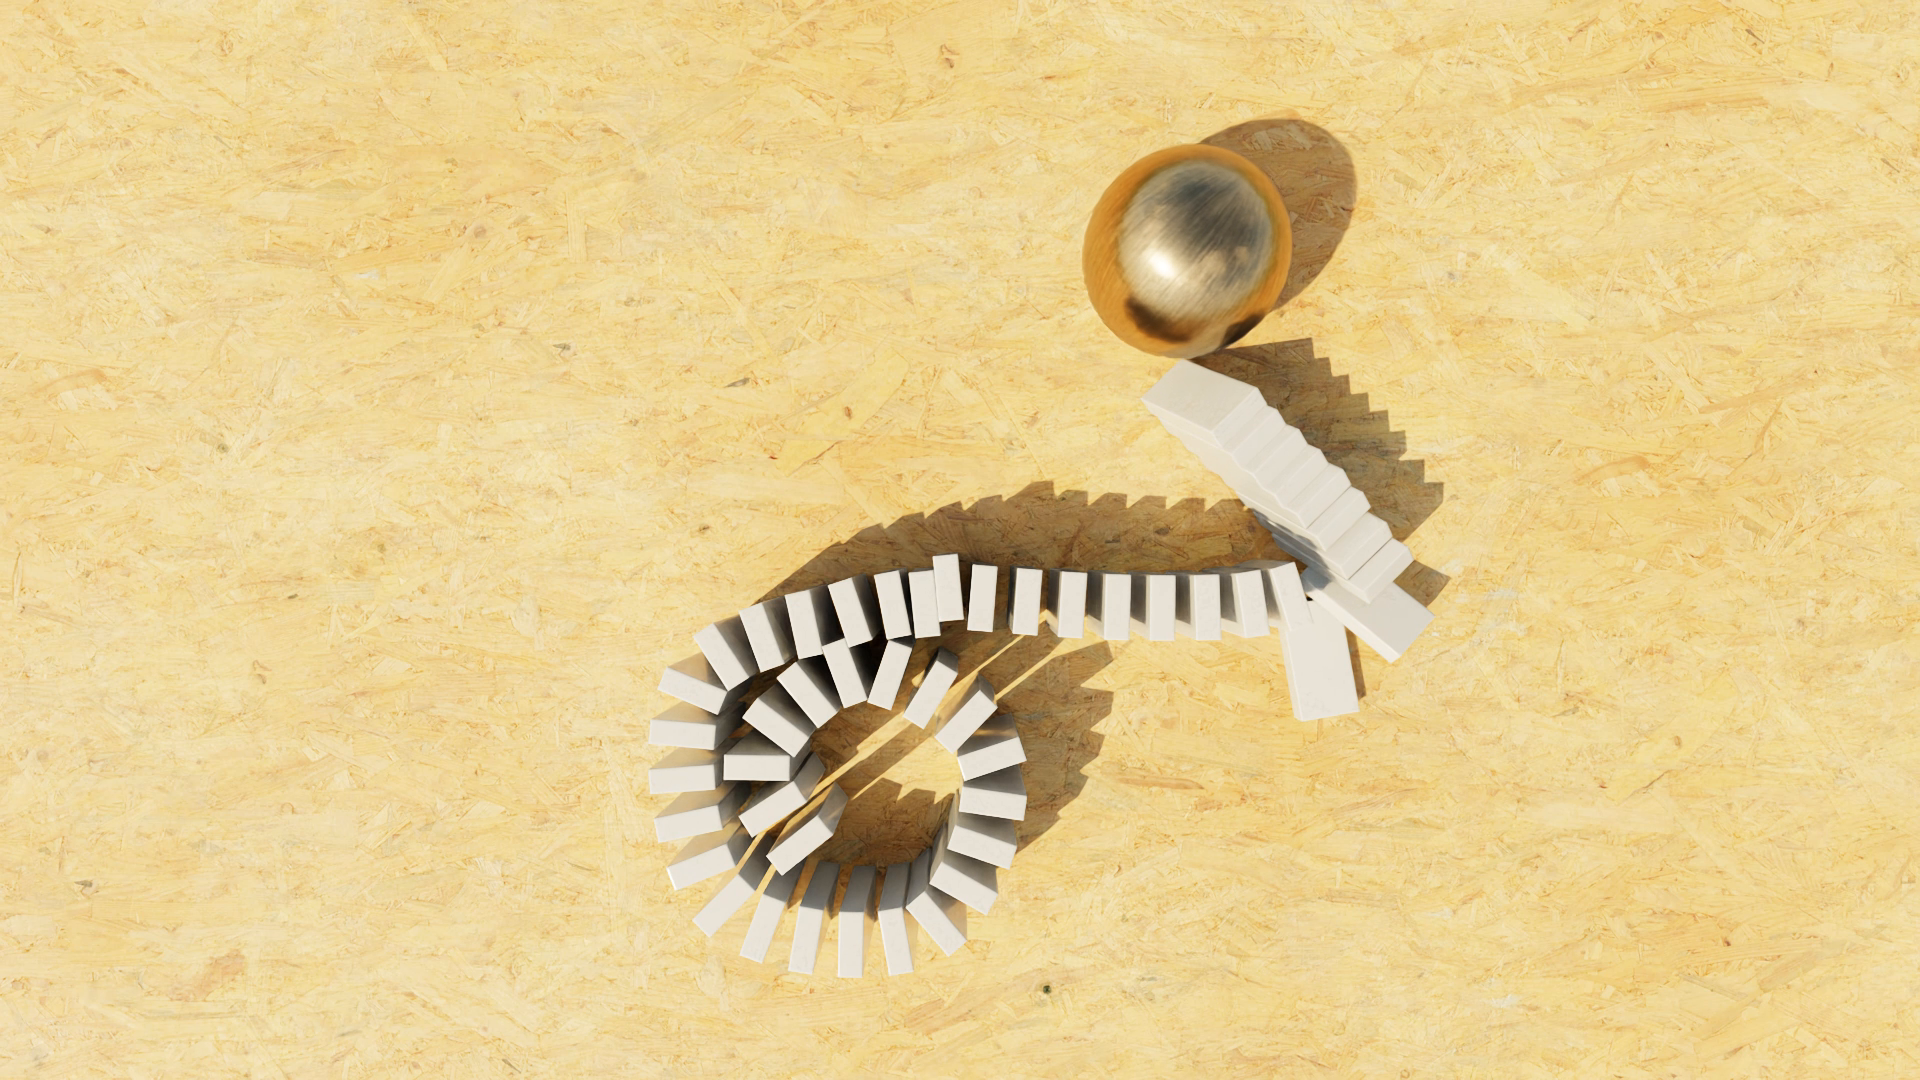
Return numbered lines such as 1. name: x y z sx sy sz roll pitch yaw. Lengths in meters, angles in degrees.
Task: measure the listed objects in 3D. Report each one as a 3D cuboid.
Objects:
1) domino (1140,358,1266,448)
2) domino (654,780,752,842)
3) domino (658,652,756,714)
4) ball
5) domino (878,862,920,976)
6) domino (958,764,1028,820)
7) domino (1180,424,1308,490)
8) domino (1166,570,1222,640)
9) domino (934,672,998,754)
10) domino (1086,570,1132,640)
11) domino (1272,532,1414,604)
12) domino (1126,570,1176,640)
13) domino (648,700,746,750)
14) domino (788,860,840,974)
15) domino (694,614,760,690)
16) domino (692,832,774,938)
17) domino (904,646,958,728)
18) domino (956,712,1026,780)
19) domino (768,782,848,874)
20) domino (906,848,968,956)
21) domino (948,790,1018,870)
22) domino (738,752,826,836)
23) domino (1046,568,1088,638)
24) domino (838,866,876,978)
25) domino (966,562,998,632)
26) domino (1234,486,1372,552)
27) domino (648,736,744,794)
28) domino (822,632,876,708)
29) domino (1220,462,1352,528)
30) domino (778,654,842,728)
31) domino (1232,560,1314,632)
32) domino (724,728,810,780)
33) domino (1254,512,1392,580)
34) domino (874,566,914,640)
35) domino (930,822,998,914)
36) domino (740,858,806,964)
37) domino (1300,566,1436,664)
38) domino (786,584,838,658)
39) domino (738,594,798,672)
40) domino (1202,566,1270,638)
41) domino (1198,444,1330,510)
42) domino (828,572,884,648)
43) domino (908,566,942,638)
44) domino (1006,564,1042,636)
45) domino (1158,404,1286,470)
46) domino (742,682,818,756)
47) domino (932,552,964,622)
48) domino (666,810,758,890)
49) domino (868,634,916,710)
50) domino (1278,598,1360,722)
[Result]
1. domino: 0.099 -0.057 0.377 0.025 0.050 0.009 -44 123 0
2. domino: -0.104 0.109 0.375 0.025 0.050 0.010 -12 90 0
3. domino: -0.102 0.057 0.375 0.025 0.050 0.009 23 90 0
4. ball: 0.088 -0.112 0.360 0.080 0.080 0.080 0 90 0
5. domino: -0.025 0.153 0.375 0.010 0.050 0.025 -10 90 0
6. domino: 0.013 0.101 0.375 0.025 0.050 0.010 8 90 0
7. domino: 0.115 -0.041 0.377 0.025 0.050 0.009 -44 123 0
8. domino: 0.095 0.026 0.375 0.010 0.050 0.025 -2 90 0
9. domino: 0.002 0.070 0.375 0.009 0.050 0.025 44 90 0
10. domino: 0.060 0.026 0.375 0.009 0.050 0.025 2 90 0
11. domino: 0.156 0.003 0.378 0.025 0.050 0.009 -45 130 -1
12. domino: 0.078 0.026 0.375 0.009 0.050 0.025 0 90 0
13. domino: -0.106 0.074 0.375 0.025 0.050 0.010 5 90 0
14. domino: -0.059 0.153 0.375 0.010 0.050 0.025 10 90 0
15. domino: -0.091 0.045 0.375 0.009 0.050 0.025 -33 90 0
16. domino: -0.090 0.140 0.375 0.009 0.050 0.025 45 90 0
17. domino: -0.011 0.059 0.375 0.009 0.050 0.025 32 90 0
18. domino: 0.012 0.084 0.375 0.025 0.050 0.009 -18 90 0
19. domino: -0.061 0.117 0.375 0.025 0.050 0.009 -39 90 0
20. domino: -0.009 0.147 0.375 0.010 0.050 0.025 -41 90 0
21. domino: 0.009 0.117 0.375 0.025 0.050 0.010 19 90 0
22. domino: -0.071 0.103 0.375 0.025 0.050 0.009 -33 90 0
23. domino: 0.043 0.025 0.375 0.009 0.050 0.025 4 90 0
24. domino: -0.042 0.155 0.375 0.010 0.050 0.025 1 90 0
25. domino: 0.009 0.022 0.375 0.009 0.050 0.025 5 90 0
26. domino: 0.140 -0.017 0.377 0.025 0.050 0.009 -44 124 0
27. domino: -0.106 0.091 0.375 0.025 0.050 0.010 -4 90 0
28. domino: -0.044 0.051 0.375 0.009 0.050 0.025 -20 90 0
29. domino: 0.132 -0.026 0.377 0.025 0.050 0.010 -44 123 0
30. domino: -0.058 0.059 0.375 0.009 0.050 0.025 -40 90 0
31. domino: 0.127 0.022 0.375 0.010 0.050 0.025 -17 90 0
32. domino: -0.078 0.087 0.375 0.025 0.050 0.010 1 90 0
33. domino: 0.148 -0.007 0.377 0.025 0.050 0.009 -44 129 0
34. domino: -0.026 0.025 0.375 0.009 0.050 0.025 -11 90 0
35. domino: 0.002 0.133 0.375 0.025 0.050 0.010 29 90 0
36. domino: -0.075 0.149 0.375 0.009 0.050 0.025 21 90 0
37. domino: 0.169 0.025 0.385 0.025 0.009 0.050 -42 72 -16
38. domino: -0.060 0.032 0.375 0.009 0.050 0.025 -12 90 0
39. domino: -0.076 0.037 0.375 0.010 0.050 0.025 -20 90 0
40. domino: 0.112 0.024 0.375 0.010 0.050 0.025 -9 90 0
41. domino: 0.123 -0.033 0.377 0.025 0.050 0.009 -44 123 0
42. domino: -0.042 0.028 0.375 0.009 0.050 0.025 -18 90 0
43. domino: -0.014 0.024 0.375 0.010 0.050 0.025 -6 90 0
44. domino: 0.026 0.024 0.375 0.010 0.050 0.025 4 90 0
45. domino: 0.107 -0.049 0.377 0.025 0.050 0.010 -44 123 0
46. domino: -0.070 0.072 0.375 0.025 0.050 0.010 37 90 0
47. domino: -0.004 0.018 0.375 0.009 0.050 0.025 -6 90 0
48. domino: -0.099 0.125 0.375 0.025 0.050 0.010 -22 90 0
49. domino: -0.027 0.052 0.375 0.010 0.050 0.025 19 90 0
50. domino: 0.154 0.051 0.395 0.025 0.010 0.050 -10 90 0
